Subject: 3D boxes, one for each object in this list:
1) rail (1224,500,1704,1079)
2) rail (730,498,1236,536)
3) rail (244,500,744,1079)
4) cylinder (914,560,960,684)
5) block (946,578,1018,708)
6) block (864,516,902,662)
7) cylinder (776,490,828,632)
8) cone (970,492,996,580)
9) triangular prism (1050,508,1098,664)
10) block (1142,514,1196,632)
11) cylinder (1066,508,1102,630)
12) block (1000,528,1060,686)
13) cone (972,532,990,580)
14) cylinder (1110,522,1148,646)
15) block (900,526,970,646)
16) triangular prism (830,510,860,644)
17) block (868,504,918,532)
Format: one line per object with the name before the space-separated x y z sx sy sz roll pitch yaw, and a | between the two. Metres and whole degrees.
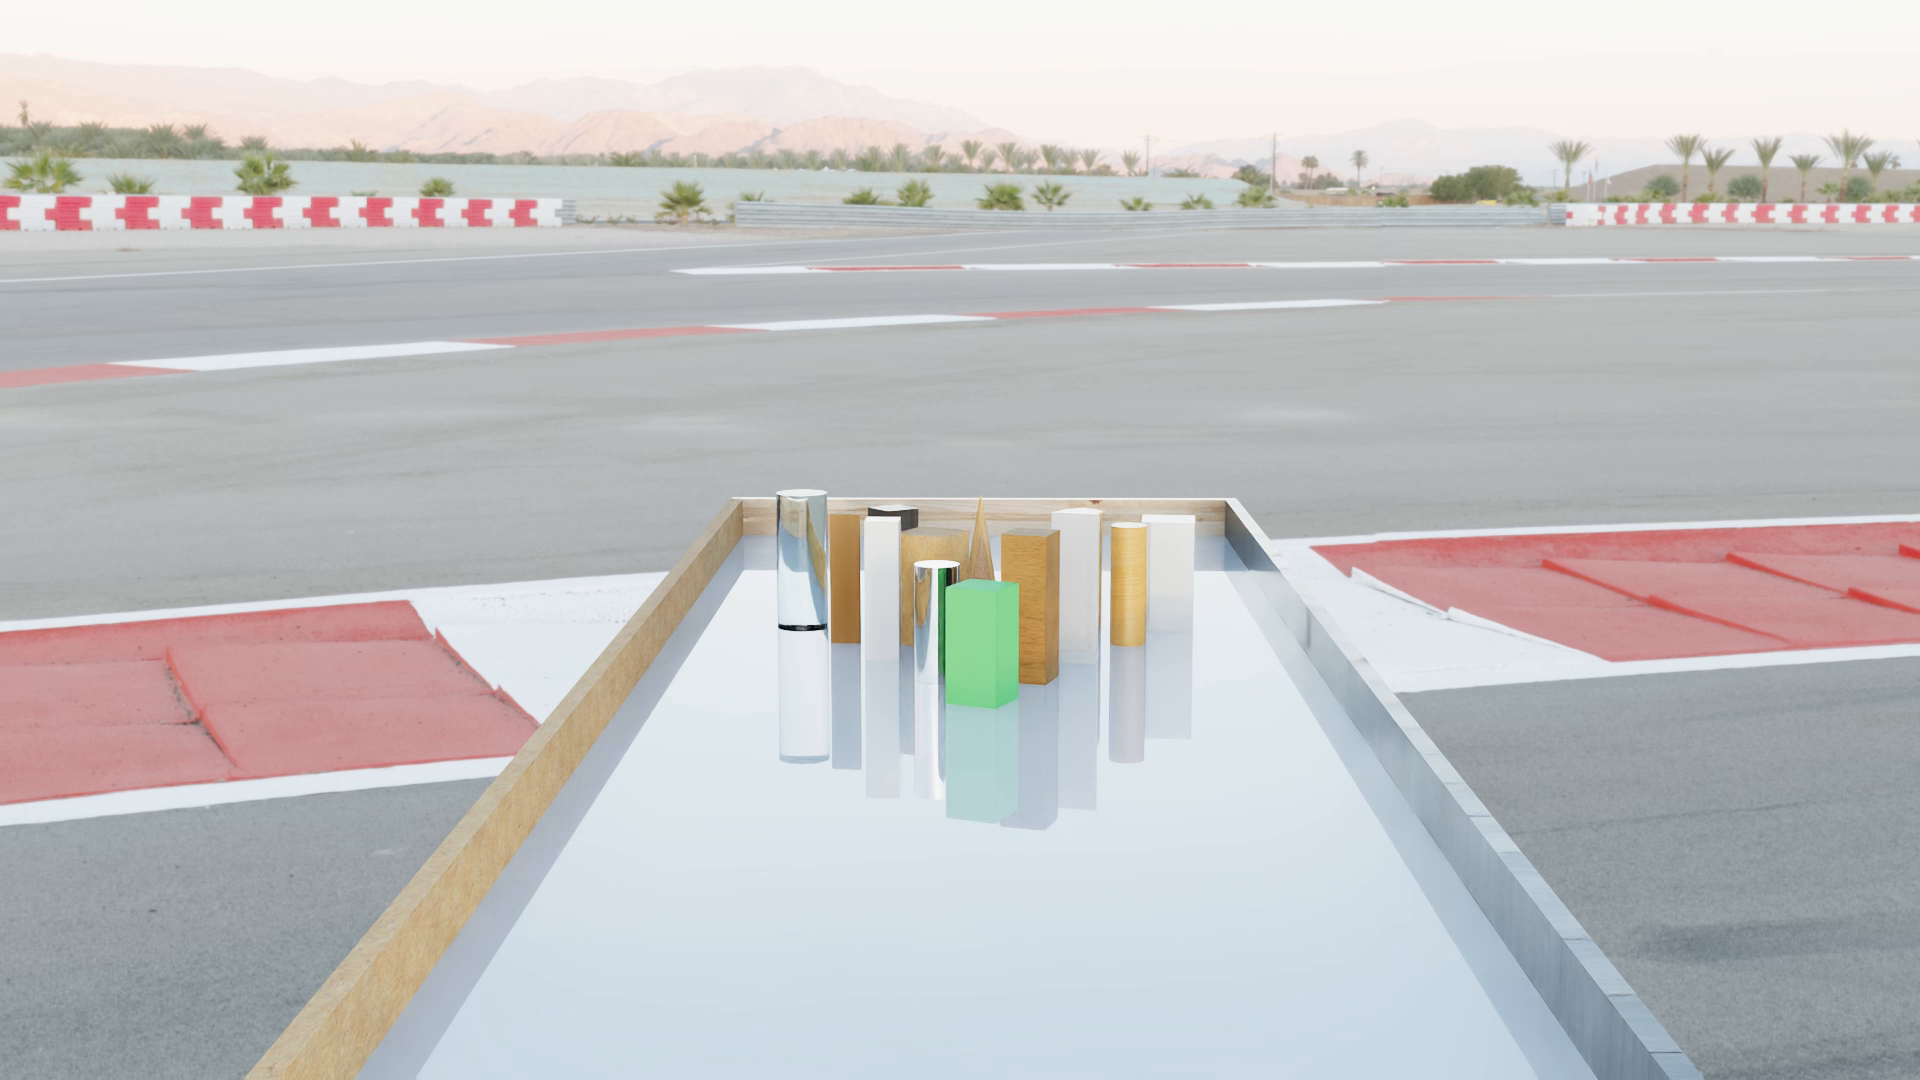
rail | 1.046 0.843 3.208 0.050 0.150 12.000 0 9 1
rail | 0.099 -0.098 9.147 2.100 0.150 0.050 0 9 1
rail | -1.004 0.839 3.234 0.050 0.150 12.000 0 9 1
cylinder | -0.068 0.239 6.404 0.133 0.343 0.133 0 9 0
block | 0.062 0.288 6.143 0.153 0.329 0.153 4 10 26
block | -0.235 0.149 6.699 0.103 0.429 0.103 0 9 3
cylinder | -0.515 0.065 7.181 0.166 0.443 0.166 0 9 0
cone | 0.068 0.060 7.212 0.147 0.445 0.147 0 9 0
triangular prism | 0.362 0.136 6.689 0.147 0.457 0.127 3 9 16
block | 0.679 0.107 7.192 0.172 0.358 0.172 1 9 6
cylinder | 0.393 0.097 7.172 0.141 0.384 0.141 0 9 0
block | 0.205 0.192 6.409 0.137 0.435 0.137 3 10 19
cone | 0.066 0.162 6.694 0.145 0.405 0.145 0 9 0
cylinder | 0.531 0.139 6.924 0.114 0.377 0.114 0 9 0
block | -0.090 0.148 6.945 0.173 0.353 0.173 5 10 31
triangular prism | -0.358 0.117 6.960 0.094 0.411 0.081 1 9 5
block | -0.218 0.088 7.208 0.120 0.391 0.120 -6 11 -35
